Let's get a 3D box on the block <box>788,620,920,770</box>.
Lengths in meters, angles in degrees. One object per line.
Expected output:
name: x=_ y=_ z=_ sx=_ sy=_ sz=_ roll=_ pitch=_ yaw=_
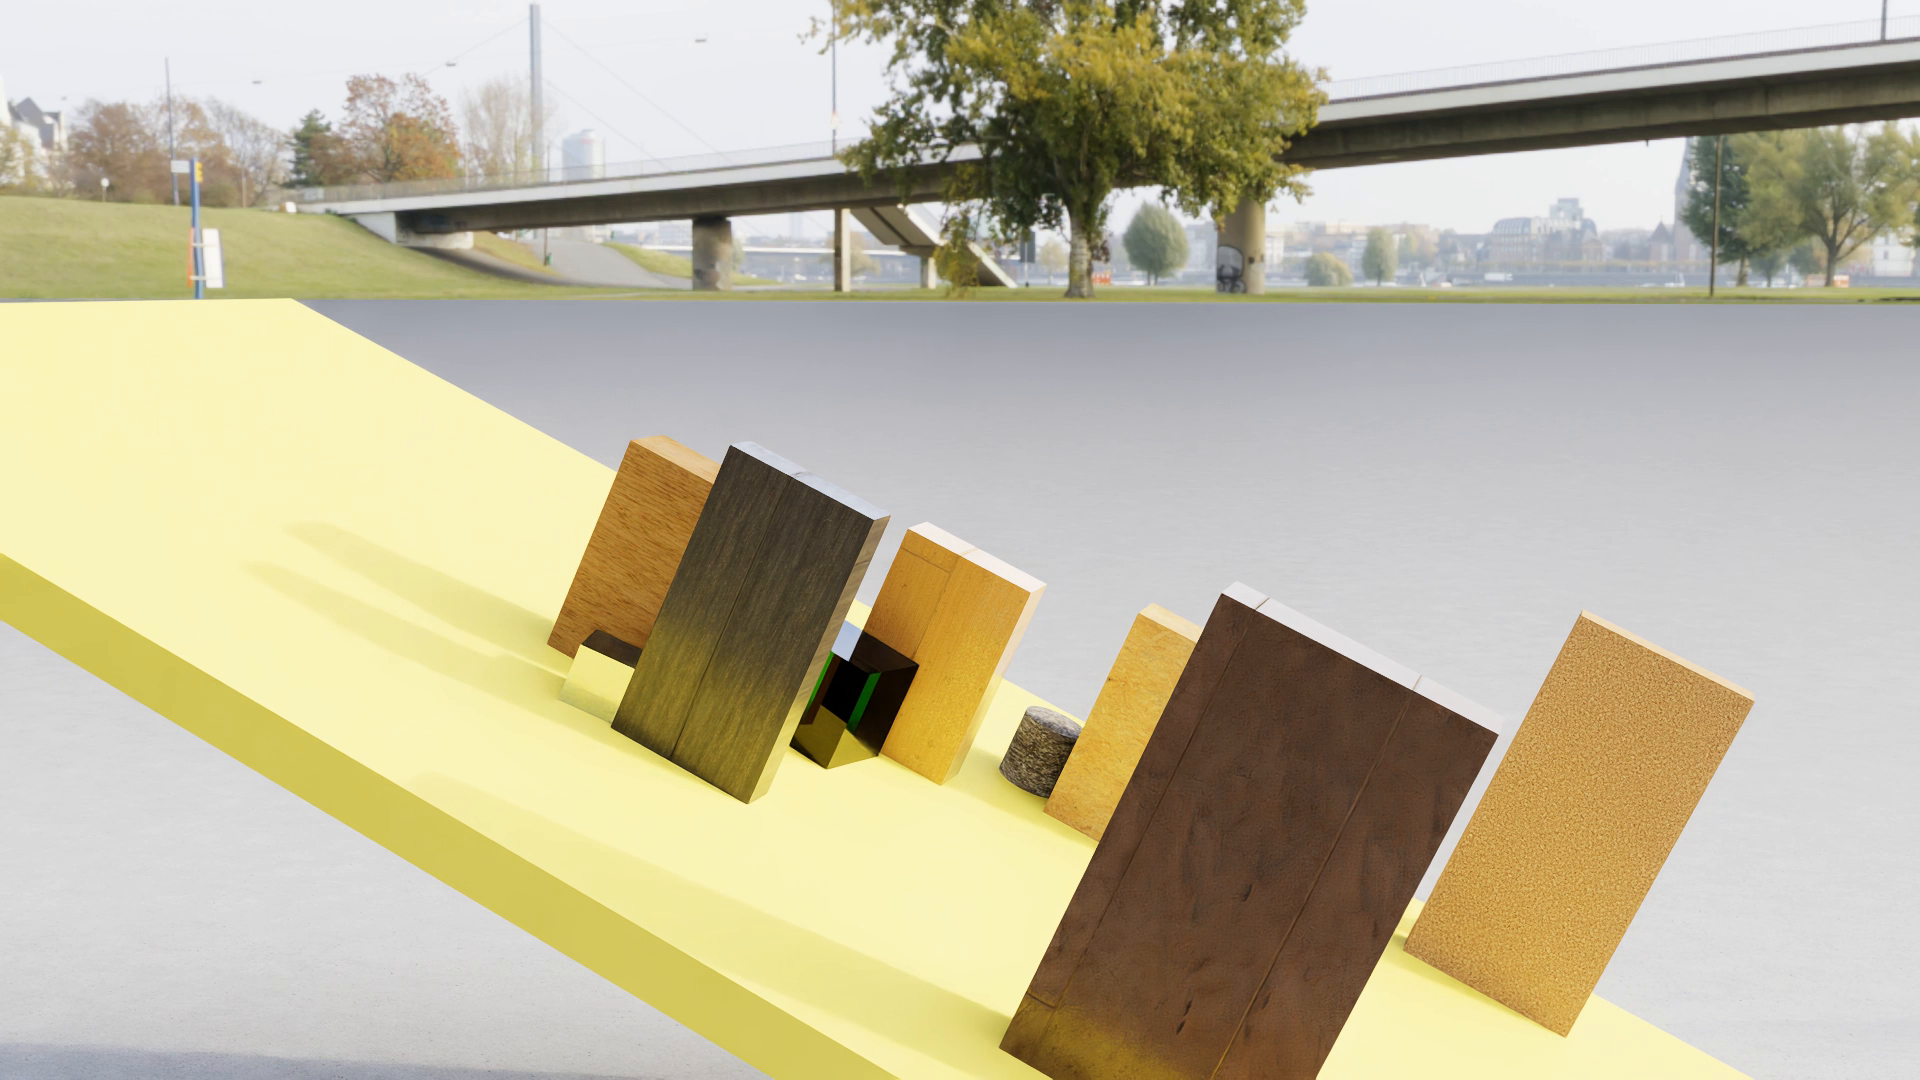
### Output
block: x=-0.244 y=0.286 z=4.188 sx=0.204 sy=0.204 sz=0.204 roll=30 pitch=14 yaw=22

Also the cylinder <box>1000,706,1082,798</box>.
cylinder: x=0.171 y=0.433 z=4.492 sx=0.138 sy=0.138 sz=0.138 roll=23 pitch=13 yaw=-6

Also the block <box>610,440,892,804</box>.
block: x=-0.363 y=0.142 z=3.782 sx=0.283 sy=0.551 sz=0.089 roll=28 pitch=14 yaw=12

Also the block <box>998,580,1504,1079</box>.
block: x=0.421 y=0.511 z=3.241 sx=0.431 sy=0.781 sz=0.126 roll=28 pitch=14 yaw=12

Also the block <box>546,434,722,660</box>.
block: x=-0.490 y=0.087 z=4.050 sx=0.392 sy=0.422 sz=0.141 roll=28 pitch=14 yaw=12

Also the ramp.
ramp: x=-0.265 y=0.453 z=4.171 sx=4.000 sy=0.100 sz=2.000 roll=28 pitch=14 yaw=12

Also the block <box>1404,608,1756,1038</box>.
block: x=1.237 y=0.572 z=4.428 sx=0.362 sy=0.783 sz=0.096 roll=28 pitch=14 yaw=12

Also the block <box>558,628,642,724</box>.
block: x=-0.627 y=0.242 z=3.892 sx=0.110 sy=0.110 sz=0.110 roll=24 pitch=13 yaw=0

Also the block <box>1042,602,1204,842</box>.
block: x=0.410 y=0.402 z=4.350 sx=0.310 sy=0.451 sz=0.138 roll=28 pitch=14 yaw=12

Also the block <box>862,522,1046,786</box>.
block: x=-0.051 y=0.220 z=4.295 sx=0.271 sy=0.426 sz=0.117 roll=28 pitch=14 yaw=12
